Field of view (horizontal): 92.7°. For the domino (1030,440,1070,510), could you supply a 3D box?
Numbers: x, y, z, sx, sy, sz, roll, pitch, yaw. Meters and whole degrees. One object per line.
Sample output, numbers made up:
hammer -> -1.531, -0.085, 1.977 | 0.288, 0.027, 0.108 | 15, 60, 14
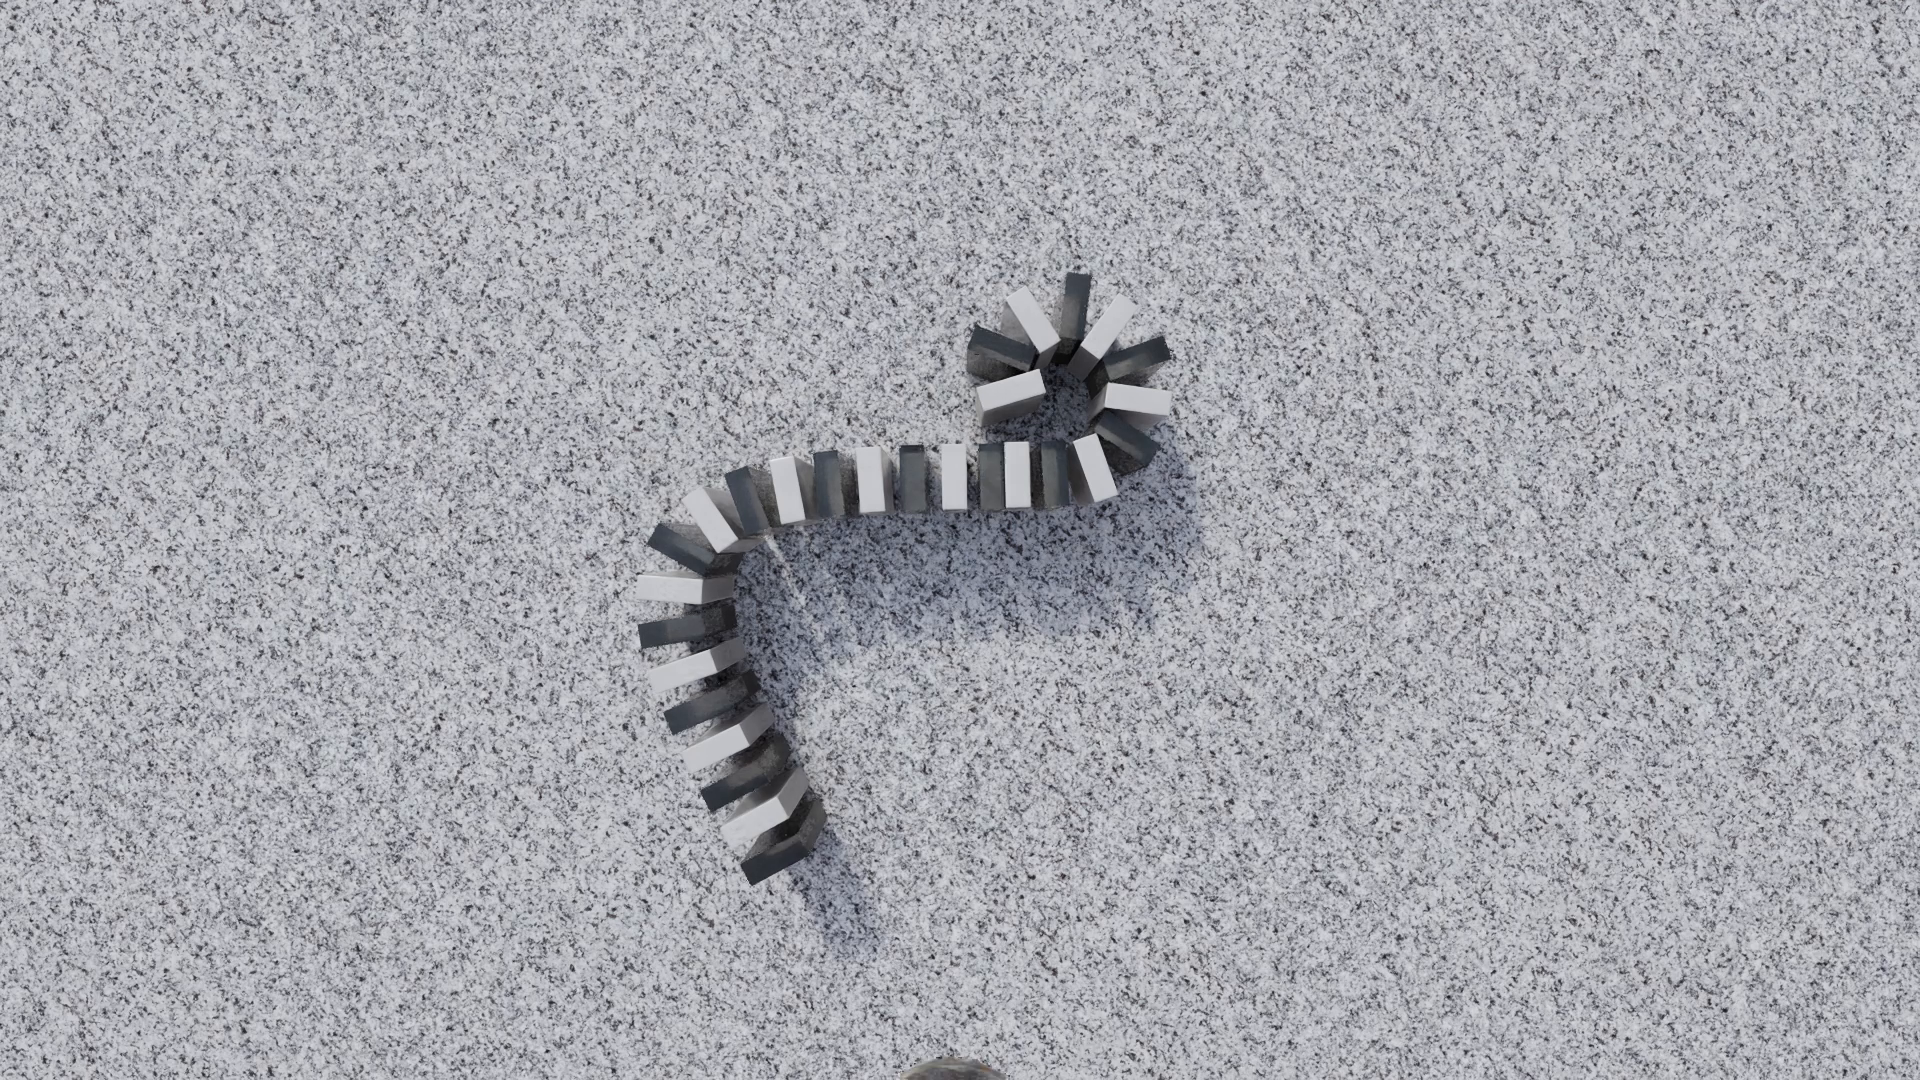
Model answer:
domino -> 0.036, -0.026, 0.375 | 0.009, 0.050, 0.025 | -4, 90, 0

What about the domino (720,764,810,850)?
domino -> -0.079, 0.108, 0.375 | 0.025, 0.050, 0.010 | -29, 90, 0

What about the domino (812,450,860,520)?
domino -> -0.050, -0.021, 0.375 | 0.010, 0.050, 0.025 | -7, 90, 0

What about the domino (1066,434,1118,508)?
domino -> 0.052, -0.028, 0.375 | 0.010, 0.050, 0.025 | -20, 90, 0

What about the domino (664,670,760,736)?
domino -> -0.100, 0.065, 0.375 | 0.025, 0.050, 0.010 | -23, 90, 0

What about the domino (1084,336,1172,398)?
domino -> 0.068, -0.070, 0.375 | 0.025, 0.050, 0.010 | -20, 90, 0

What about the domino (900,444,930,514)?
domino -> -0.018, -0.024, 0.375 | 0.009, 0.050, 0.025 | -2, 90, 0

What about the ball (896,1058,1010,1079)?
ball -> -0.003, 0.249, 0.360 | 0.080, 0.080, 0.080 | 0, 90, 0

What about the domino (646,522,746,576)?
domino -> -0.107, 0.004, 0.375 | 0.025, 0.050, 0.010 | 30, 90, 0

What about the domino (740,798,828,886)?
domino -> -0.071, 0.122, 0.375 | 0.025, 0.050, 0.010 | -28, 90, 0

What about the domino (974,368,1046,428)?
domino -> 0.020, -0.057, 0.375 | 0.025, 0.050, 0.009 | -17, 90, 0

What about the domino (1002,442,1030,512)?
domino -> 0.022, -0.025, 0.375 | 0.010, 0.050, 0.025 | -1, 90, 0

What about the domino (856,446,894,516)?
domino -> -0.034, -0.023, 0.375 | 0.009, 0.050, 0.025 | -4, 90, 0

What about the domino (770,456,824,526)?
domino -> -0.066, -0.019, 0.375 | 0.009, 0.050, 0.025 | -11, 90, 0

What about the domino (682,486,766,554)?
domino -> -0.096, -0.008, 0.375 | 0.009, 0.050, 0.025 | -35, 90, 0

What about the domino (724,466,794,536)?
domino -> -0.081, -0.015, 0.375 | 0.010, 0.050, 0.025 | -21, 90, 0

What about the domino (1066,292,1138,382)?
domino -> 0.057, -0.082, 0.375 | 0.010, 0.050, 0.025 | 37, 90, 0

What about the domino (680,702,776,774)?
domino -> -0.094, 0.080, 0.375 | 0.025, 0.050, 0.009 | -26, 90, 0

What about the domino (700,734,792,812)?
domino -> -0.086, 0.094, 0.375 | 0.025, 0.050, 0.010 | -28, 90, 0

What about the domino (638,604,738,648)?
domino -> -0.110, 0.035, 0.375 | 0.025, 0.050, 0.009 | -9, 90, 0

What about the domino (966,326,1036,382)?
domino -> 0.016, -0.073, 0.375 | 0.025, 0.050, 0.009 | 22, 90, 0

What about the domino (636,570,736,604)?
domino -> -0.111, 0.019, 0.375 | 0.025, 0.050, 0.010 | 4, 90, 0

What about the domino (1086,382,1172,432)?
domino -> 0.068, -0.054, 0.375 | 0.025, 0.050, 0.009 | 8, 90, 0

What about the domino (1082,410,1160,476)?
domino -> 0.064, -0.039, 0.375 | 0.025, 0.050, 0.009 | 33, 90, 0

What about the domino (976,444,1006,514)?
domino -> 0.012, -0.024, 0.375 | 0.009, 0.050, 0.025 | -2, 90, 0

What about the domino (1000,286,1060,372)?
domino -> 0.028, -0.084, 0.375 | 0.009, 0.050, 0.025 | -32, 90, 0

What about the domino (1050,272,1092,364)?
domino -> 0.044, -0.089, 0.375 | 0.010, 0.050, 0.025 | 7, 90, 0

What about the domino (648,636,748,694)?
domino -> -0.106, 0.050, 0.375 | 0.025, 0.050, 0.009 | -19, 90, 0

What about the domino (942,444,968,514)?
domino -> -0.002, -0.024, 0.375 | 0.010, 0.050, 0.025 | -1, 90, 0
